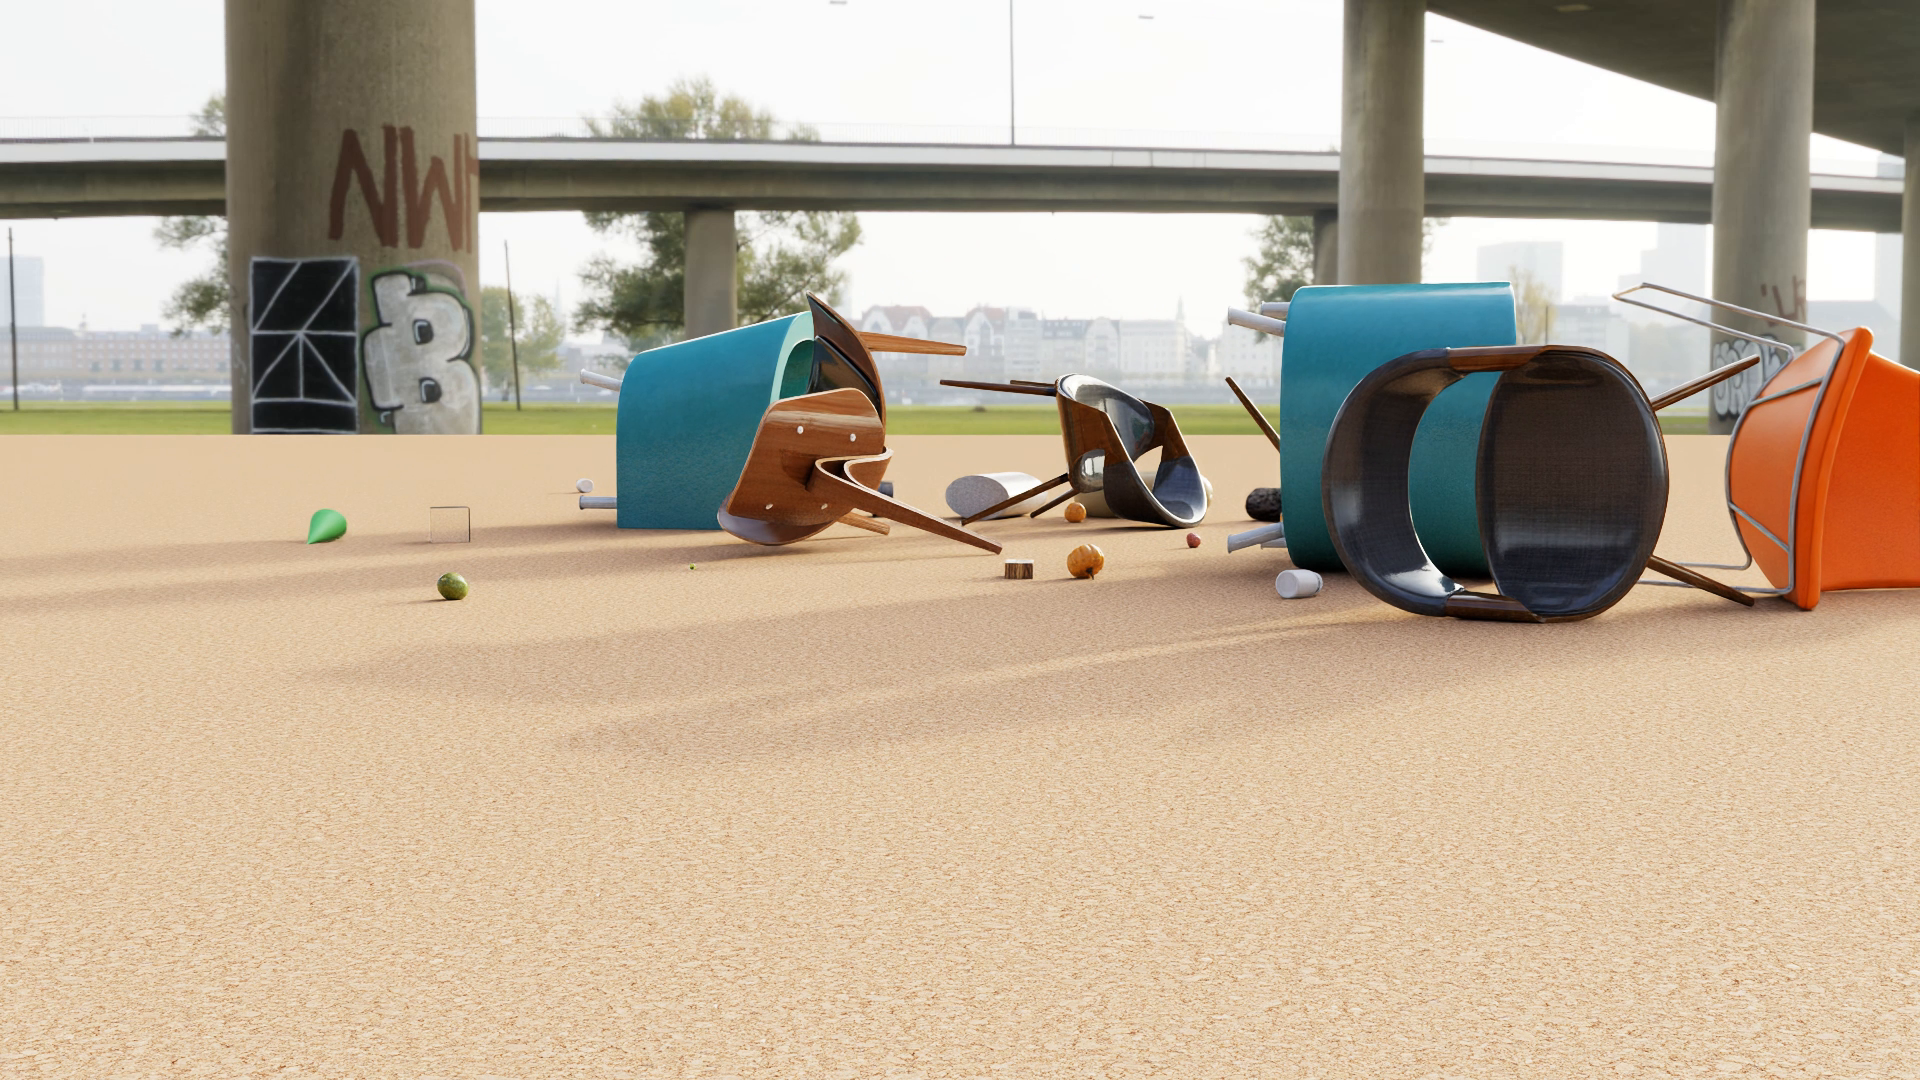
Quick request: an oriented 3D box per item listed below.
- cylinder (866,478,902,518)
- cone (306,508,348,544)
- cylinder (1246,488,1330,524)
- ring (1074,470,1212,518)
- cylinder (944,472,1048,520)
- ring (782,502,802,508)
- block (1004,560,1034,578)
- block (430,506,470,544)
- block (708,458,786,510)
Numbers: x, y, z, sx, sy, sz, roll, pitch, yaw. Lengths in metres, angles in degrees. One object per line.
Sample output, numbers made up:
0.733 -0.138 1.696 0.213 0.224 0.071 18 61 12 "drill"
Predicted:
-0.270 -0.146 7.755 0.075 0.126 0.149 19 23 15 "cylinder"
-1.878 -0.016 6.434 0.112 0.098 0.181 -4 19 7 "cone"
1.110 -0.119 7.465 0.144 0.111 0.261 -12 10 -34 "cylinder"
0.641 -0.158 7.711 0.497 0.158 0.284 0 5 16 "ring"
0.129 -0.156 7.696 0.246 0.154 0.331 6 6 25 "cylinder"
-0.630 -0.131 8.286 0.071 0.024 0.096 1 3 23 "ring"
0.142 0.070 5.254 0.066 0.038 0.102 0 4 4 "block"
-1.499 -0.045 6.464 0.110 0.101 0.097 -1 4 -16 "block"
-0.807 -0.215 8.329 0.236 0.185 0.204 1 4 17 "block"
